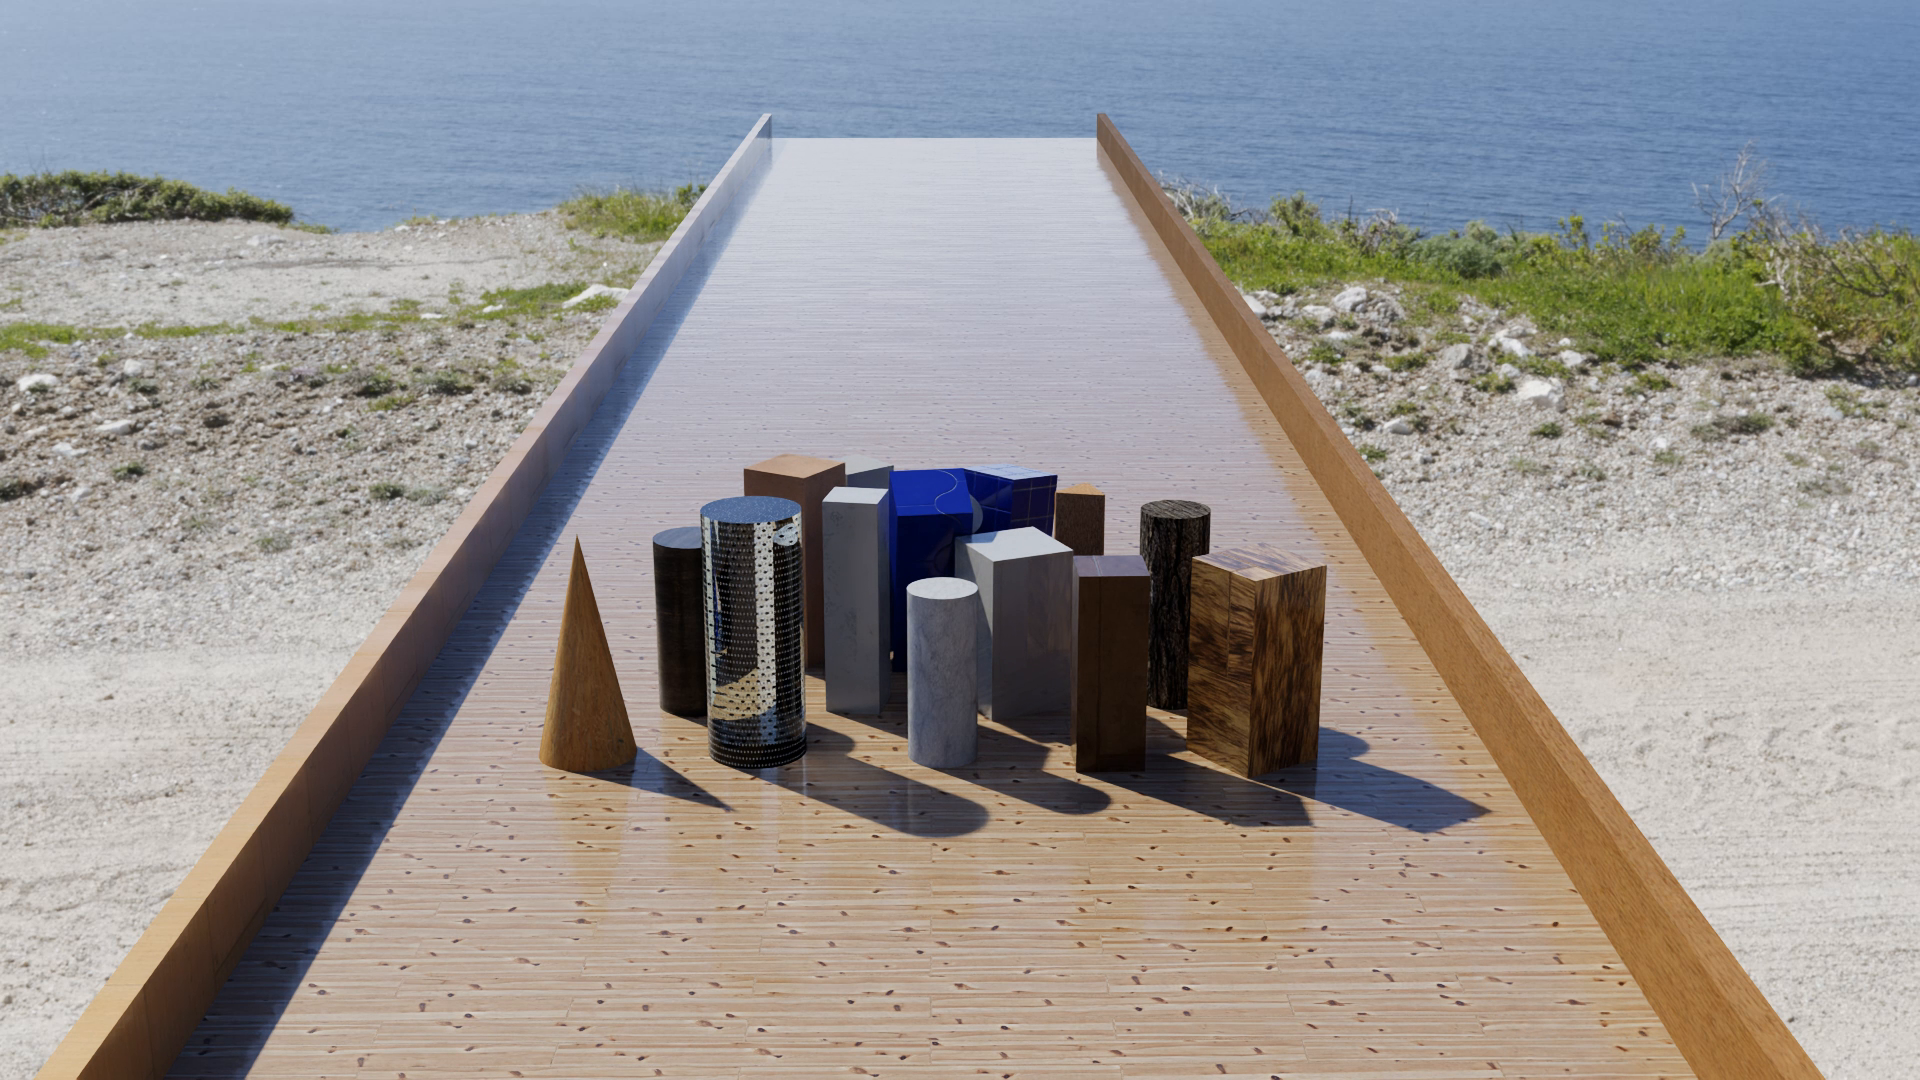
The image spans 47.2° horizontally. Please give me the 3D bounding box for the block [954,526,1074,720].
[{"bbox_3d":[0.099,0.155,4.153,0.165,0.312,0.165,-8,19,-24],"label":"block"}]

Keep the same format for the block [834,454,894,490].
[{"bbox_3d":[-0.218,0.016,4.544,0.118,0.358,0.118,-13,21,-38],"label":"block"}]

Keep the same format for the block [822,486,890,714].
[{"bbox_3d":[-0.193,0.114,4.123,0.103,0.411,0.103,3,17,9],"label":"block"}]

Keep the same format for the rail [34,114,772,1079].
[{"bbox_3d":[-1.118,-0.838,7.780,0.050,0.150,12.000,0,17,-1],"label":"rail"}]

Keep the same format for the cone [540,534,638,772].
[{"bbox_3d":[-0.667,0.185,3.885,0.174,0.411,0.174,0,17,0],"label":"cone"}]

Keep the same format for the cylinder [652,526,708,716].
[{"bbox_3d":[-0.499,0.153,4.136,0.145,0.329,0.145,0,17,0],"label":"cylinder"}]

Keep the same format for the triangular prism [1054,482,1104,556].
[{"bbox_3d":[0.245,0.061,4.419,0.098,0.343,0.085,3,17,11],"label":"triangular prism"}]

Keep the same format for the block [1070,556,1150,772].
[{"bbox_3d":[0.262,0.217,3.866,0.122,0.360,0.122,-1,17,-2],"label":"block"}]

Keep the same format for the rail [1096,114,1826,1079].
[{"bbox_3d":[0.932,-0.844,7.801,0.050,0.150,12.000,0,17,-1],"label":"rail"}]

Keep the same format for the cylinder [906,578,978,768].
[{"bbox_3d":[-0.031,0.234,3.891,0.125,0.313,0.125,0,17,0],"label":"cylinder"}]

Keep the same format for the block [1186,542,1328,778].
[{"bbox_3d":[0.522,0.210,3.887,0.165,0.361,0.165,-11,20,-33],"label":"block"}]

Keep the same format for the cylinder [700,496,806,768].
[{"bbox_3d":[-0.364,0.162,3.891,0.176,0.450,0.176,0,17,0],"label":"cylinder"}]

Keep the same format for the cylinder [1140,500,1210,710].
[{"bbox_3d":[0.403,0.122,4.158,0.130,0.375,0.130,0,17,0],"label":"cylinder"}]

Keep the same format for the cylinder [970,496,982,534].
[{"bbox_3d":[-0.074,0.030,4.533,0.100,0.100,0.412,-8,-21,-26],"label":"cylinder"}]

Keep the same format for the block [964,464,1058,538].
[{"bbox_3d":[0.087,0.025,4.524,0.141,0.338,0.141,14,15,39],"label":"block"}]

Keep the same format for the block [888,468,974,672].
[{"bbox_3d":[-0.063,0.062,4.292,0.143,0.388,0.143,-3,38,-7],"label":"block"}]

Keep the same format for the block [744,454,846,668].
[{"bbox_3d":[-0.327,0.040,4.408,0.145,0.391,0.145,10,19,29],"label":"block"}]
